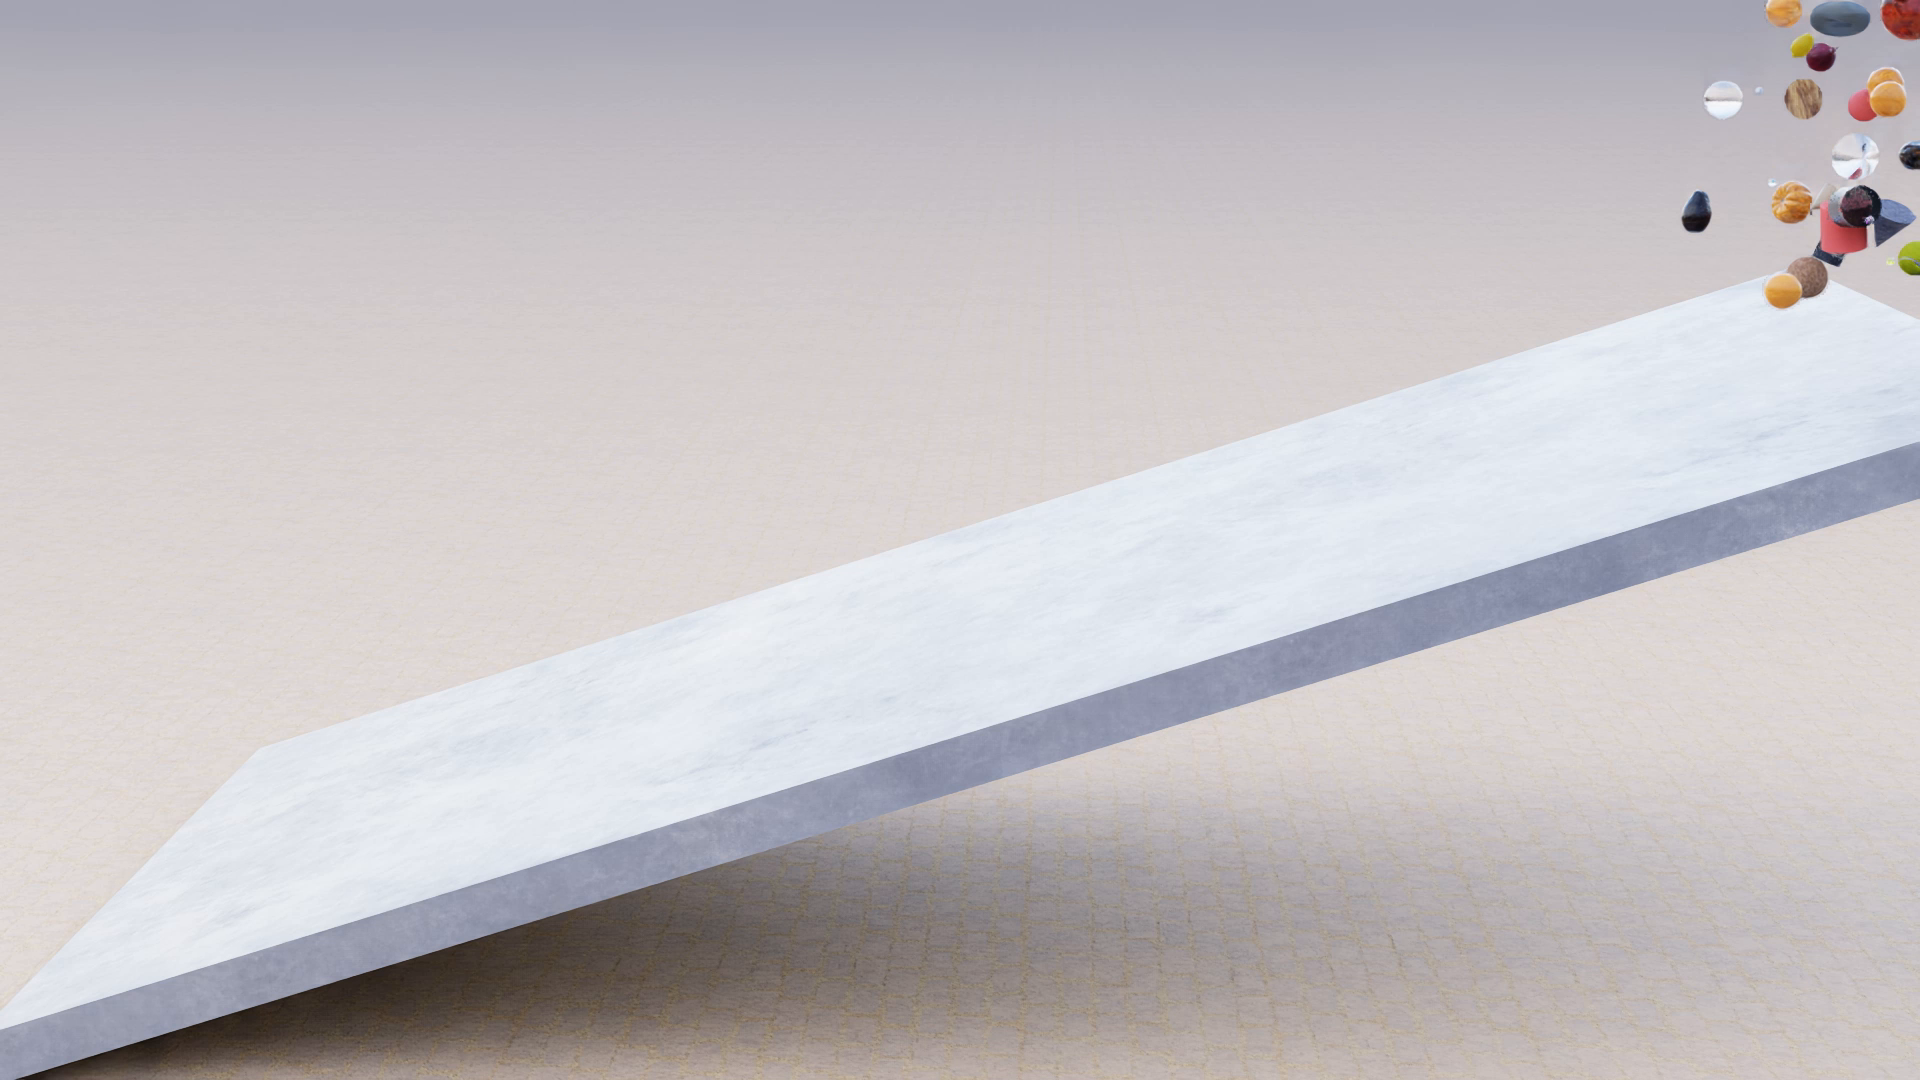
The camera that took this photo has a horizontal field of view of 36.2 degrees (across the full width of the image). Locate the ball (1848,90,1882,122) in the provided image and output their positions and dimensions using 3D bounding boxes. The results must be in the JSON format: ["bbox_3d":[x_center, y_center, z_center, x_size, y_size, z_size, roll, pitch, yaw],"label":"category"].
[{"bbox_3d":[1.892,-0.909,6.150,0.067,0.067,0.067,0,12,0],"label":"ball"}]

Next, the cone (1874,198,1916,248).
[{"bbox_3d":[1.907,-0.640,6.063,0.092,0.092,0.092,10,37,-8],"label":"cone"}]

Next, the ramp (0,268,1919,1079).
[{"bbox_3d":[0.102,0.182,6.309,4.000,0.100,2.000,-17,11,5],"label":"ramp"}]

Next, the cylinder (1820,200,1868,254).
[{"bbox_3d":[1.833,-0.652,6.098,0.093,0.093,0.093,-8,20,3],"label":"cylinder"}]

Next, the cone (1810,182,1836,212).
[{"bbox_3d":[1.815,-0.710,6.195,0.060,0.060,0.060,-38,17,-3],"label":"cone"}]

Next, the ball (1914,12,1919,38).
[{"bbox_3d":[1.985,-1.054,6.015,0.068,0.068,0.068,0,12,0],"label":"ball"}]

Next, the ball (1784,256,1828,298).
[{"bbox_3d":[1.781,-0.552,6.187,0.088,0.088,0.088,0,12,0],"label":"ball"}]

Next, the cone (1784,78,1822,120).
[{"bbox_3d":[1.794,-0.933,6.187,0.085,0.085,0.085,10,19,40],"label":"cone"}]

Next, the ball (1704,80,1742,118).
[{"bbox_3d":[1.572,-0.907,6.056,0.078,0.078,0.078,0,12,0],"label":"ball"}]

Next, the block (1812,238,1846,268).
[{"bbox_3d":[1.842,-0.622,6.195,0.060,0.060,0.060,28,-12,14],"label":"block"}]

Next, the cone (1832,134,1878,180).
[{"bbox_3d":[1.841,-0.781,6.015,0.095,0.095,0.095,1,11,5],"label":"cone"}]

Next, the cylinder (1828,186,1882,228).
[{"bbox_3d":[1.823,-0.679,5.995,0.083,0.083,0.083,0,5,-1],"label":"cylinder"}]

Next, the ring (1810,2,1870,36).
[{"bbox_3d":[1.717,-1.017,5.740,0.114,0.038,0.114,8,-12,2],"label":"ring"}]
